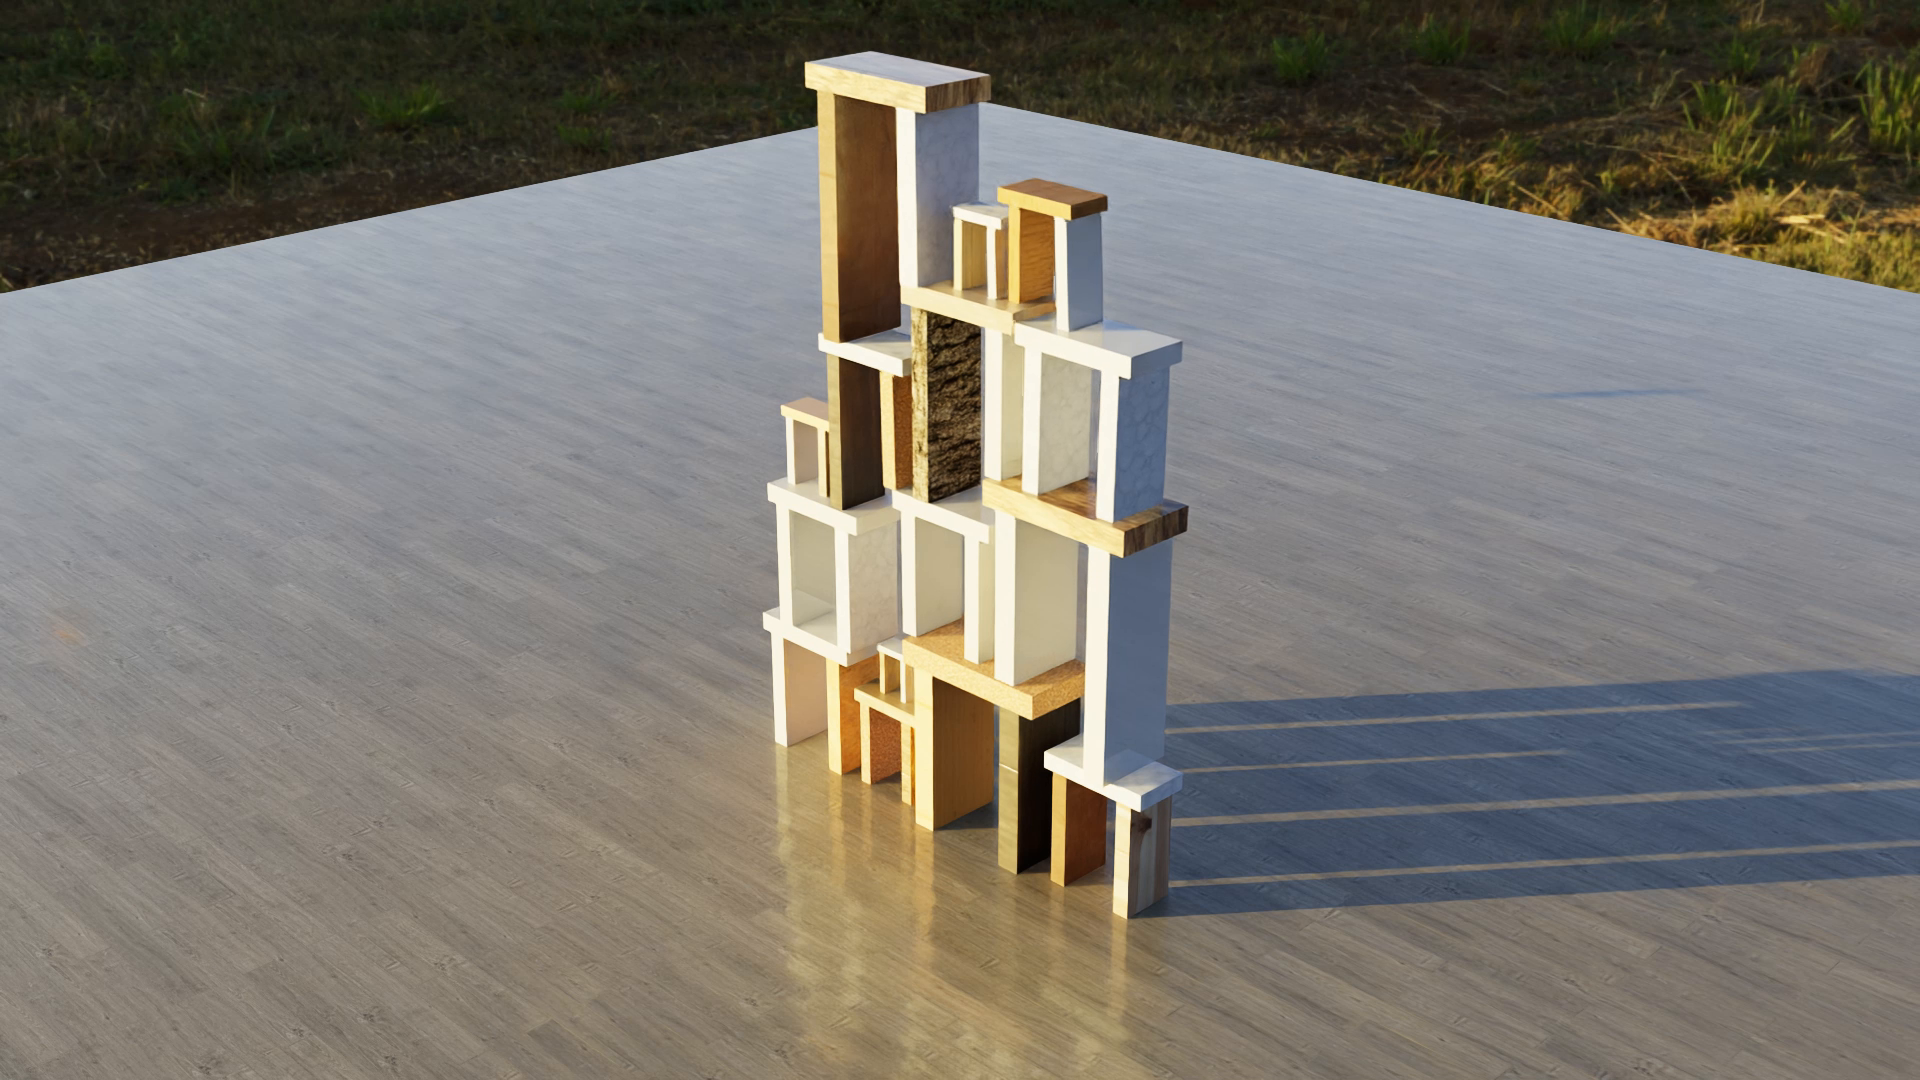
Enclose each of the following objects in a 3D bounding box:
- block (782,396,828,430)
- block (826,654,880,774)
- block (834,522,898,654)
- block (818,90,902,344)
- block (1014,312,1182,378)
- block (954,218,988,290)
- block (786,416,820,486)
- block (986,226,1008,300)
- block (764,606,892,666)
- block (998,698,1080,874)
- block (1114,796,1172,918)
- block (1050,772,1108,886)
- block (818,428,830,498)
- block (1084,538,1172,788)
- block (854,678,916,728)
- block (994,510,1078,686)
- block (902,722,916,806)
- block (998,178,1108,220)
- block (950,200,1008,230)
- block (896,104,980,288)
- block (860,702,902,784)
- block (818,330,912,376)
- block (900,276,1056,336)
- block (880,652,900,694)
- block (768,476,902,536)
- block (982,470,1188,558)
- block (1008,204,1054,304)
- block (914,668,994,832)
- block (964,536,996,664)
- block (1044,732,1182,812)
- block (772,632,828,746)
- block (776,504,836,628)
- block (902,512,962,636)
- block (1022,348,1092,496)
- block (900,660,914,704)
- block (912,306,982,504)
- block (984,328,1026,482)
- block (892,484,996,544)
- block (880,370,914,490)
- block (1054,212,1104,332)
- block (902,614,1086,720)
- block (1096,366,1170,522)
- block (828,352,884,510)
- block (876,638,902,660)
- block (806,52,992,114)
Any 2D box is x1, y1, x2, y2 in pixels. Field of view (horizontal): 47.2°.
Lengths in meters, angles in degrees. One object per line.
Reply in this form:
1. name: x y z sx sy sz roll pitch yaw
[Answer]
1. block: -0.284 -0.253 4.424 0.144 0.020 0.072 21 31 40
2. block: -0.216 0.349 4.606 0.037 0.260 0.130 21 31 41
3. block: -0.189 0.084 4.462 0.038 0.266 0.133 21 31 40
4. block: -0.189 -0.622 4.169 0.162 0.478 0.046 -21 31 -40
5. block: 0.239 -0.343 3.816 0.135 0.038 0.269 -21 31 -40
6. block: 0.019 -0.522 3.981 0.065 0.130 0.018 -21 31 -40
7. block: -0.319 -0.191 4.488 0.072 0.144 0.020 -21 31 -41
8. block: 0.079 -0.500 3.929 0.018 0.130 0.065 18 29 41
9. block: -0.277 0.188 4.604 0.260 0.037 0.130 21 31 41
10. block: 0.153 0.455 4.245 0.049 0.346 0.173 21 31 41
11. block: 0.341 0.576 4.100 0.034 0.238 0.119 21 31 41
12. block: 0.229 0.532 4.202 0.119 0.238 0.034 -21 31 -41
13. block: -0.251 -0.165 4.425 0.020 0.144 0.072 21 31 40
14. block: 0.304 0.206 3.983 0.171 0.467 0.049 -21 31 -41
15. block: -0.120 0.328 4.486 0.183 0.026 0.091 21 31 41
16. block: 0.144 0.085 4.108 0.171 0.343 0.049 -21 31 -40
17. block: -0.077 0.441 4.488 0.026 0.183 0.091 21 31 41
18. block: 0.160 -0.591 3.809 0.090 0.026 0.181 -21 30 -37
19. block: 0.050 -0.582 3.931 0.065 0.018 0.130 -20 30 -40
20. block: -0.038 -0.634 3.997 0.046 0.323 0.162 20 30 41
21. block: -0.163 0.407 4.567 0.026 0.183 0.091 21 31 41
22. block: -0.149 -0.369 4.225 0.117 0.033 0.234 -21 31 -41
23. block: 0.042 -0.437 3.997 0.142 0.040 0.283 -21 31 -41
24. block: -0.142 0.263 4.489 0.013 0.092 0.046 21 31 41
25. block: -0.252 -0.081 4.460 0.266 0.038 0.133 21 31 41
26. block: 0.223 -0.063 3.956 0.171 0.049 0.343 -21 31 -40
27. block: 0.128 -0.518 3.906 0.090 0.181 0.026 -21 31 -40
28. block: -0.010 0.391 4.396 0.049 0.346 0.173 21 31 41
29. block: 0.067 0.097 4.192 0.036 0.257 0.128 21 31 41
30. block: 0.285 0.429 4.098 0.238 0.034 0.119 21 31 41
31. block: -0.339 0.301 4.718 0.037 0.260 0.130 21 31 41
32. block: -0.315 0.035 4.577 0.038 0.266 0.133 21 31 41
33. block: -0.054 0.049 4.303 0.036 0.257 0.128 21 31 41
34. block: 0.174 -0.227 3.934 0.135 0.269 0.038 -21 31 -40
35. block: -0.099 0.280 4.449 0.013 0.092 0.046 21 31 41
36. block: -0.025 -0.269 4.143 0.142 0.382 0.040 -21 31 -40
37. block: 0.111 -0.261 3.998 0.142 0.284 0.040 -21 31 -40
38. block: 0.007 -0.062 4.191 0.256 0.036 0.128 21 31 40
39. block: -0.096 -0.224 4.228 0.033 0.234 0.117 20 30 41
40. block: 0.207 -0.469 3.808 0.090 0.197 0.026 -21 27 -40
41. block: 0.072 0.241 4.244 0.347 0.049 0.173 21 31 41
42. block: 0.301 -0.177 3.817 0.135 0.269 0.038 -21 31 -40
43. block: -0.204 -0.227 4.345 0.033 0.321 0.117 21 31 40
44. block: -0.120 0.223 4.448 0.092 0.013 0.046 21 31 41
45. block: -0.114 -0.834 3.996 0.162 0.046 0.323 -20 30 -40
